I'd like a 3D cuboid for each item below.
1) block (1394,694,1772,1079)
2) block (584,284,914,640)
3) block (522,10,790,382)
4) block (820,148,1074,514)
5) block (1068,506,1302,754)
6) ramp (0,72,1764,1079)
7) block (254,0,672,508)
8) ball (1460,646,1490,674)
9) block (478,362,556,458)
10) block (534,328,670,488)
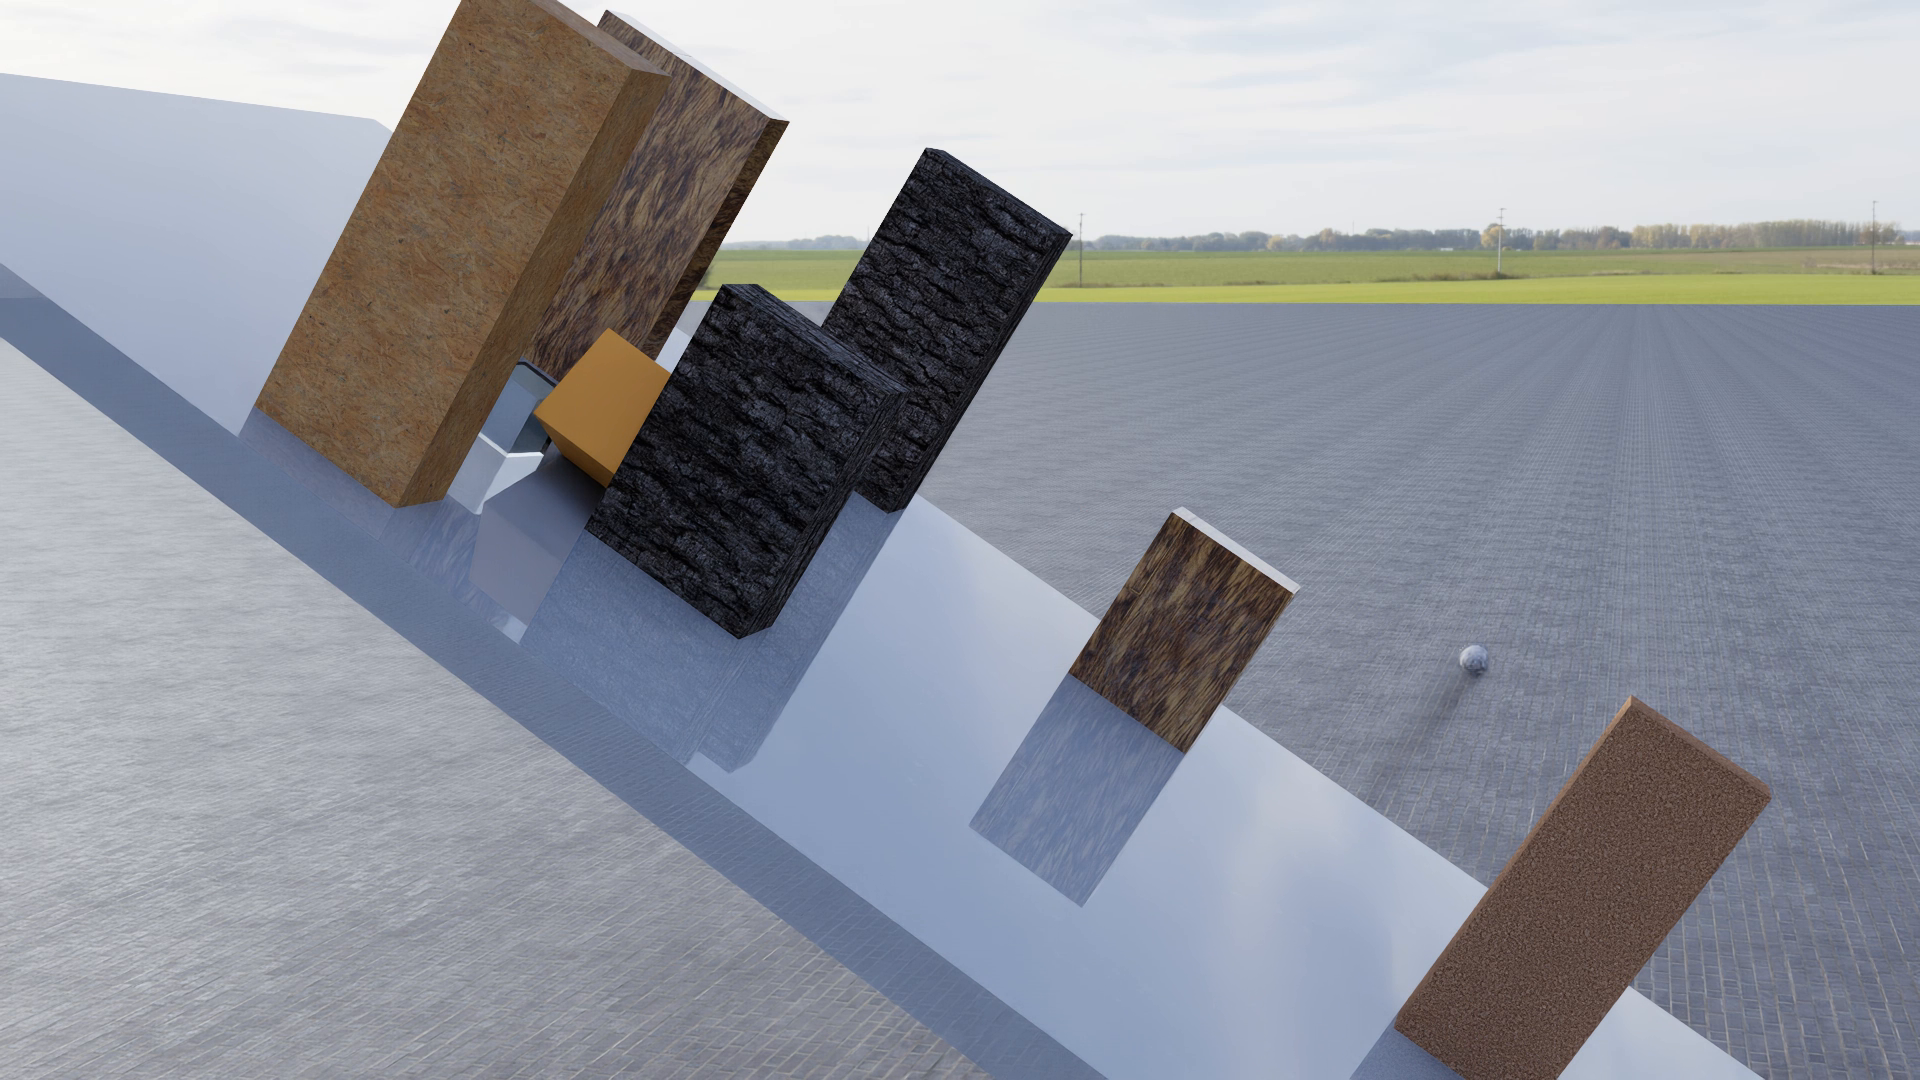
[{"bbox_3d":[1.038,0.620,3.696,0.263,0.690,0.093,35,15,11],"label":"block"},{"bbox_3d":[-0.360,-0.136,3.726,0.334,0.490,0.149,35,15,11],"label":"block"},{"bbox_3d":[-0.680,-0.645,4.356,0.403,0.674,0.103,35,15,11],"label":"block"},{"bbox_3d":[-0.097,-0.457,4.830,0.347,0.718,0.133,35,15,11],"label":"block"},{"bbox_3d":[0.459,0.184,4.502,0.294,0.402,0.105,35,15,11],"label":"block"},{"bbox_3d":[-0.143,0.239,4.107,4.000,0.100,2.000,35,15,11],"label":"ramp"},{"bbox_3d":[-0.769,-0.455,3.380,0.290,0.773,0.142,35,15,11],"label":"block"},{"bbox_3d":[2.391,0.556,10.212,0.136,0.136,0.136,0,7,0],"label":"ball"},{"bbox_3d":[-0.788,-0.233,3.902,0.122,0.122,0.122,36,15,16],"label":"block"},{"bbox_3d":[-0.594,-0.208,3.915,0.201,0.201,0.201,36,-12,15],"label":"block"}]
